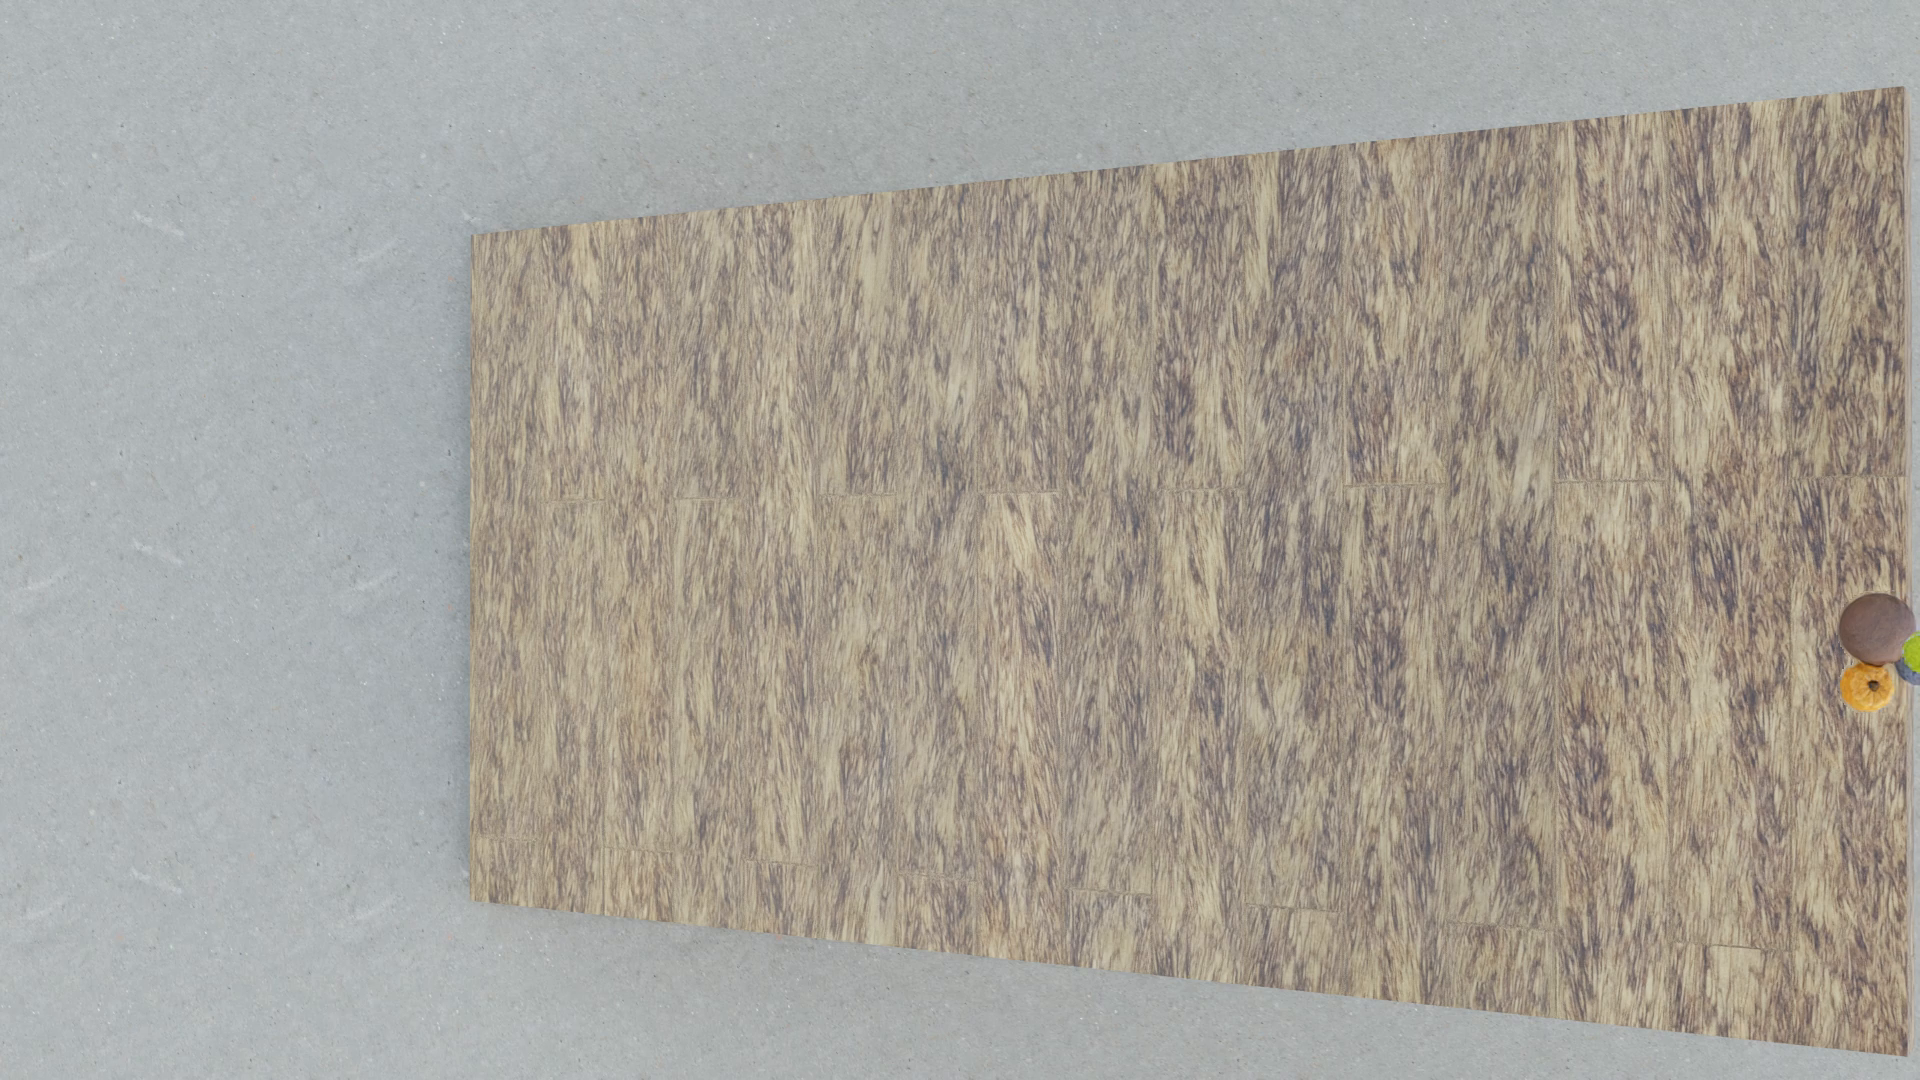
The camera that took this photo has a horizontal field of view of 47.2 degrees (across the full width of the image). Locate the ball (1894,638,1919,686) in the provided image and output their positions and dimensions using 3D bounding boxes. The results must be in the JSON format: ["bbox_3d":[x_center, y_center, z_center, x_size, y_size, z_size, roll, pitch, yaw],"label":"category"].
[{"bbox_3d":[1.760,0.223,4.030,0.088,0.088,0.088,0,89,0],"label":"ball"}]

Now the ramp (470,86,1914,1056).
[{"bbox_3d":[0.265,0.073,5.611,4.000,0.100,2.000,0,89,31],"label":"ramp"}]
